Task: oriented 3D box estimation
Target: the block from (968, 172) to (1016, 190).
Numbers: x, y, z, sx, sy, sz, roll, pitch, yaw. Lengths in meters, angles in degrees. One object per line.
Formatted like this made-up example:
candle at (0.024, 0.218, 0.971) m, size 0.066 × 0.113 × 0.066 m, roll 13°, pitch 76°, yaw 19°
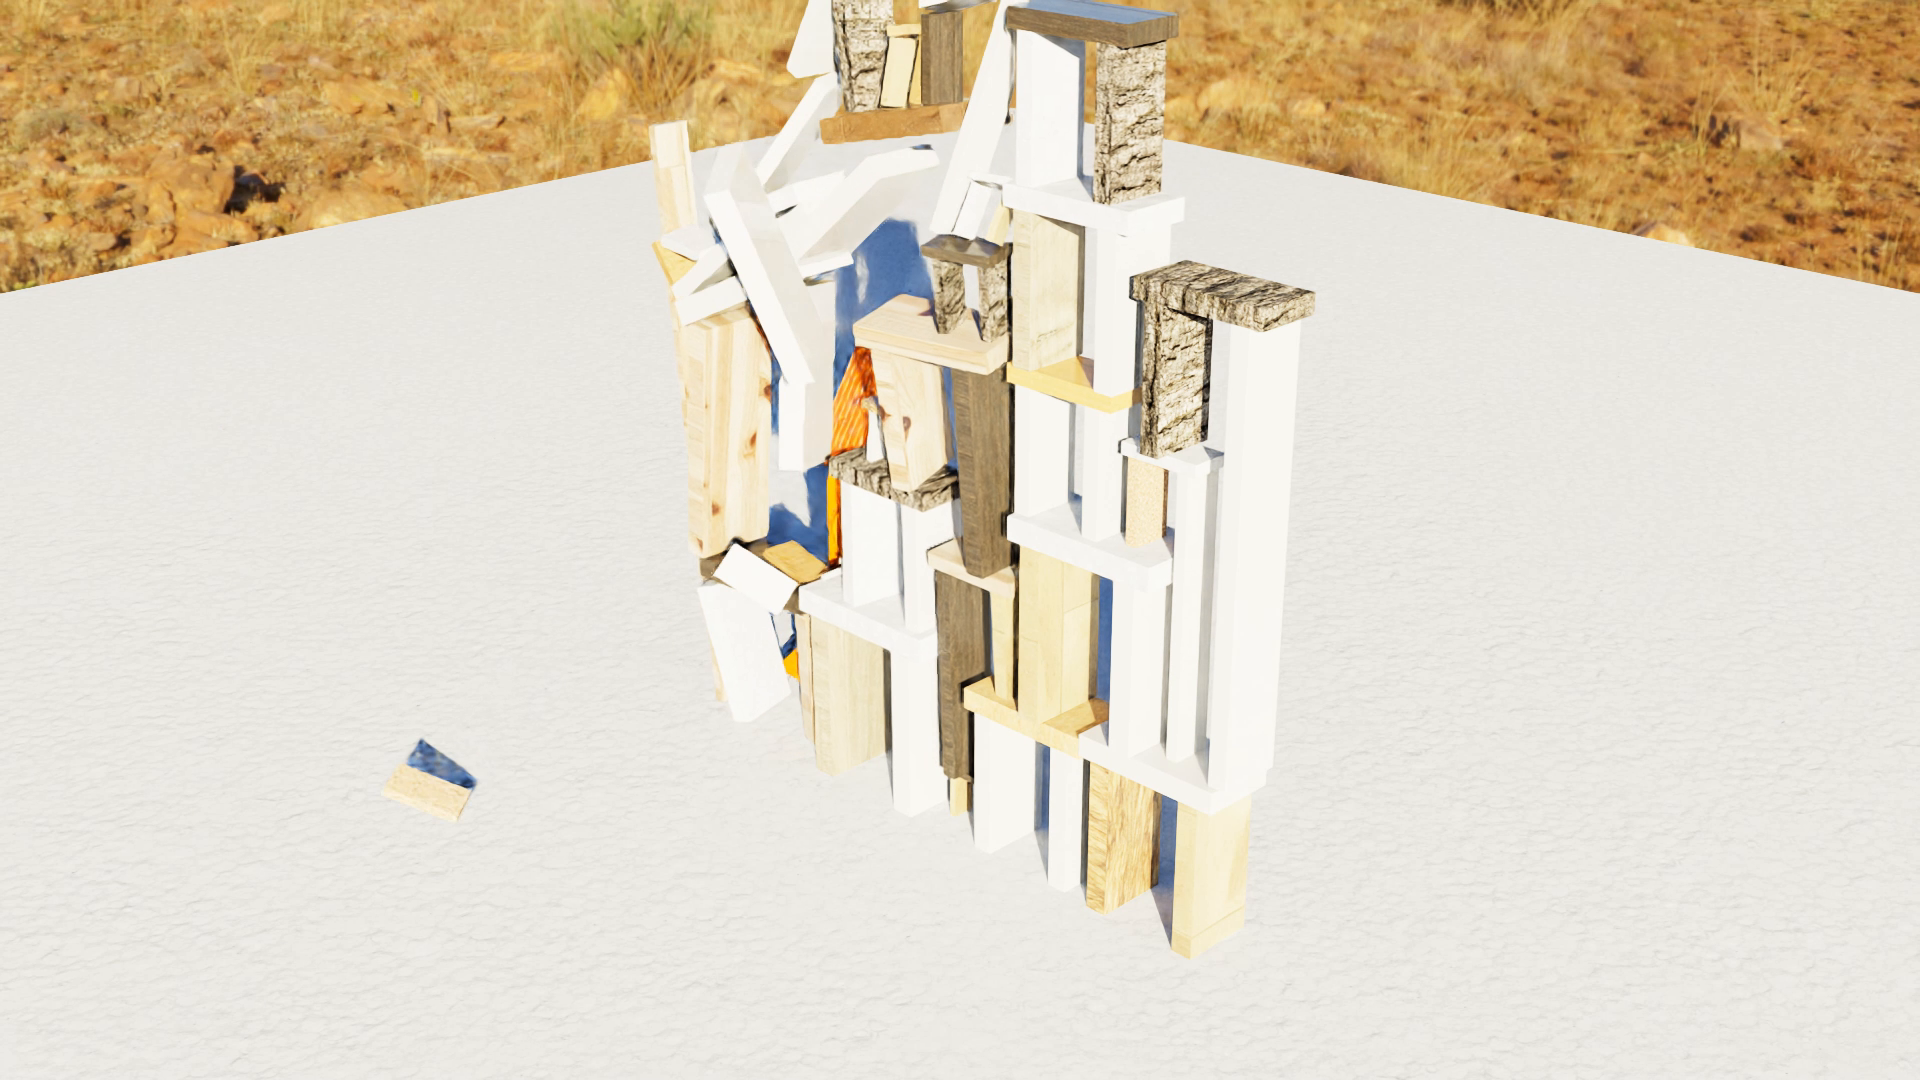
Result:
block at (0.067, -0.624, 3.836) m, size 0.095 × 0.014 × 0.048 m, roll 15°, pitch -1°, yaw 34°

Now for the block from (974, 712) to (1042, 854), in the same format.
block at (0.096, 0.452, 4.314) m, size 0.042 × 0.297 × 0.148 m, roll 21°, pitch 31°, yaw 41°

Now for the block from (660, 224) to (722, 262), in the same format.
block at (-0.541, -0.609, 4.510) m, size 0.078 × 0.022 × 0.157 m, roll -27°, pitch 33°, yaw -28°

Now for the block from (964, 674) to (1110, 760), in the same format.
block at (0.166, 0.324, 4.183) m, size 0.297 × 0.042 × 0.149 m, roll 21°, pitch 31°, yaw 40°

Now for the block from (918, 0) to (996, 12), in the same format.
block at (0.014, -0.943, 3.808) m, size 0.157 × 0.022 × 0.078 m, roll -5°, pitch 2°, yaw 32°

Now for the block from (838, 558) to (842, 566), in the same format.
block at (-0.207, 0.026, 4.480) m, size 0.046 × 0.013 × 0.092 m, roll -24°, pitch -5°, yaw -36°

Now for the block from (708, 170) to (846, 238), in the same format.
block at (-0.357, -0.656, 4.302) m, size 0.268 × 0.038 × 0.134 m, roll -12°, pitch 9°, yaw 46°

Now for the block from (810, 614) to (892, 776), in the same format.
block at (-0.222, 0.299, 4.600) m, size 0.177 × 0.355 × 0.050 m, roll -21°, pitch 30°, yaw -41°

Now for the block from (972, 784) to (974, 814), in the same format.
block at (0.048, 0.525, 4.401) m, size 0.048 × 0.096 × 0.014 m, roll -21°, pitch 31°, yaw -41°

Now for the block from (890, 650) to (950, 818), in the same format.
block at (-0.055, 0.365, 4.446) m, size 0.177 × 0.355 × 0.050 m, roll -21°, pitch 30°, yaw -41°

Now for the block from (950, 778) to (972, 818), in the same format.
block at (0.003, 0.507, 4.443) m, size 0.048 × 0.096 × 0.014 m, roll -21°, pitch 31°, yaw -41°

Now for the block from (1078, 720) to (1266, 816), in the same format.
block at (0.382, 0.397, 3.975) m, size 0.310 × 0.044 × 0.155 m, roll 21°, pitch 31°, yaw 41°

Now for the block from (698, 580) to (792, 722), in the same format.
block at (-0.472, 0.223, 4.829) m, size 0.045 × 0.317 × 0.158 m, roll -4°, pitch 18°, yaw 33°

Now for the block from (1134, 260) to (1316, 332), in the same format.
block at (0.430, -0.401, 3.595) m, size 0.135 × 0.038 × 0.270 m, roll -21°, pitch 31°, yaw -41°

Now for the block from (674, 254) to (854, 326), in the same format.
block at (-0.396, -0.515, 4.409) m, size 0.180 × 0.051 × 0.359 m, roll -23°, pitch 6°, yaw -41°

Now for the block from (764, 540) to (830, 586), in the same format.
block at (-0.335, 0.057, 4.622) m, size 0.078 × 0.022 × 0.156 m, roll -18°, pitch 41°, yaw -38°

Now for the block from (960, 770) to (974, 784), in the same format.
block at (0.025, 0.465, 4.401) m, size 0.096 × 0.014 × 0.048 m, roll 21°, pitch 31°, yaw 40°

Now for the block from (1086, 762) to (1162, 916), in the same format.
block at (0.309, 0.531, 4.111) m, size 0.044 × 0.310 × 0.155 m, roll 21°, pitch 31°, yaw 41°

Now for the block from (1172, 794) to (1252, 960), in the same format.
block at (0.455, 0.588, 3.977) m, size 0.044 × 0.310 × 0.155 m, roll 21°, pitch 31°, yaw 41°

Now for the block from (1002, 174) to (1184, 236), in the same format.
block at (0.224, -0.574, 3.731) m, size 0.285 × 0.040 × 0.143 m, roll 21°, pitch 31°, yaw 40°

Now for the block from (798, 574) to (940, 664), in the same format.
block at (-0.141, 0.145, 4.446) m, size 0.177 × 0.050 × 0.355 m, roll -21°, pitch 31°, yaw -41°

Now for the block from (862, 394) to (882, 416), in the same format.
block at (-0.133, -0.255, 4.231) m, size 0.056 × 0.016 × 0.112 m, roll -21°, pitch 31°, yaw -35°

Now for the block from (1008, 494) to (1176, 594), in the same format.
block at (0.264, 0.001, 3.933) m, size 0.335 × 0.047 × 0.167 m, roll 21°, pitch 31°, yaw 40°

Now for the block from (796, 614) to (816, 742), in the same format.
block at (-0.264, 0.265, 4.724) m, size 0.158 × 0.317 × 0.045 m, roll -13°, pitch 22°, yaw -27°

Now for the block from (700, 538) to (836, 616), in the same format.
block at (-0.393, 0.074, 4.710) m, size 0.317 × 0.045 × 0.158 m, roll 19°, pitch 30°, yaw 39°

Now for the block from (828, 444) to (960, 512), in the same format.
block at (-0.117, -0.126, 4.286) m, size 0.133 × 0.038 × 0.265 m, roll -23°, pitch 32°, yaw -40°

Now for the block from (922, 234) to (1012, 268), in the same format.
block at (0.012, -0.511, 3.873) m, size 0.145 × 0.021 × 0.072 m, roll 15°, pitch 35°, yaw 32°

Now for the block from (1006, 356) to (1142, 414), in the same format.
block at (0.213, -0.282, 3.867) m, size 0.245 × 0.035 × 0.122 m, roll 21°, pitch 31°, yaw 40°

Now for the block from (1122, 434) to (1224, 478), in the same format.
block at (0.366, -0.148, 3.769) m, size 0.166 × 0.023 × 0.083 m, roll 21°, pitch 31°, yaw 41°

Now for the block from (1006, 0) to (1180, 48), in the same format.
block at (0.217, -0.855, 3.622) m, size 0.262 × 0.037 × 0.131 m, roll 21°, pitch 31°, yaw 40°

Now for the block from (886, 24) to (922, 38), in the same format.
block at (-0.070, -0.906, 3.906) m, size 0.061 × 0.017 × 0.121 m, roll -8°, pitch 12°, yaw -38°

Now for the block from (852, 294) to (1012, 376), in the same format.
block at (-0.032, -0.376, 4.003) m, size 0.295 × 0.042 × 0.148 m, roll 16°, pitch 37°, yaw 32°

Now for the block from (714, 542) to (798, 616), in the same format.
block at (-0.422, 0.081, 4.542) m, size 0.156 × 0.078 × 0.022 m, roll 33°, pitch -9°, yaw -5°

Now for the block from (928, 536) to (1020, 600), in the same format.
block at (0.055, 0.048, 4.169) m, size 0.110 × 0.031 × 0.221 m, roll -24°, pitch 32°, yaw -38°

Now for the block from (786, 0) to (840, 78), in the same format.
block at (-0.239, -0.964, 4.074) m, size 0.112 × 0.224 × 0.032 m, roll -20°, pitch 58°, yaw -40°

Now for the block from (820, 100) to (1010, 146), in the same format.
block at (-0.084, -0.752, 3.948) m, size 0.164 × 0.047 × 0.329 m, roll -18°, pitch 16°, yaw -40°

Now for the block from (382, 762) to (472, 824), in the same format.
block at (-1.072, 0.509, 4.425) m, size 0.156 × 0.022 × 0.078 m, roll 22°, pitch 35°, yaw -4°

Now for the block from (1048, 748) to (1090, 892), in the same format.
block at (0.236, 0.507, 4.185) m, size 0.148 × 0.297 × 0.042 m, roll -21°, pitch 31°, yaw -41°
